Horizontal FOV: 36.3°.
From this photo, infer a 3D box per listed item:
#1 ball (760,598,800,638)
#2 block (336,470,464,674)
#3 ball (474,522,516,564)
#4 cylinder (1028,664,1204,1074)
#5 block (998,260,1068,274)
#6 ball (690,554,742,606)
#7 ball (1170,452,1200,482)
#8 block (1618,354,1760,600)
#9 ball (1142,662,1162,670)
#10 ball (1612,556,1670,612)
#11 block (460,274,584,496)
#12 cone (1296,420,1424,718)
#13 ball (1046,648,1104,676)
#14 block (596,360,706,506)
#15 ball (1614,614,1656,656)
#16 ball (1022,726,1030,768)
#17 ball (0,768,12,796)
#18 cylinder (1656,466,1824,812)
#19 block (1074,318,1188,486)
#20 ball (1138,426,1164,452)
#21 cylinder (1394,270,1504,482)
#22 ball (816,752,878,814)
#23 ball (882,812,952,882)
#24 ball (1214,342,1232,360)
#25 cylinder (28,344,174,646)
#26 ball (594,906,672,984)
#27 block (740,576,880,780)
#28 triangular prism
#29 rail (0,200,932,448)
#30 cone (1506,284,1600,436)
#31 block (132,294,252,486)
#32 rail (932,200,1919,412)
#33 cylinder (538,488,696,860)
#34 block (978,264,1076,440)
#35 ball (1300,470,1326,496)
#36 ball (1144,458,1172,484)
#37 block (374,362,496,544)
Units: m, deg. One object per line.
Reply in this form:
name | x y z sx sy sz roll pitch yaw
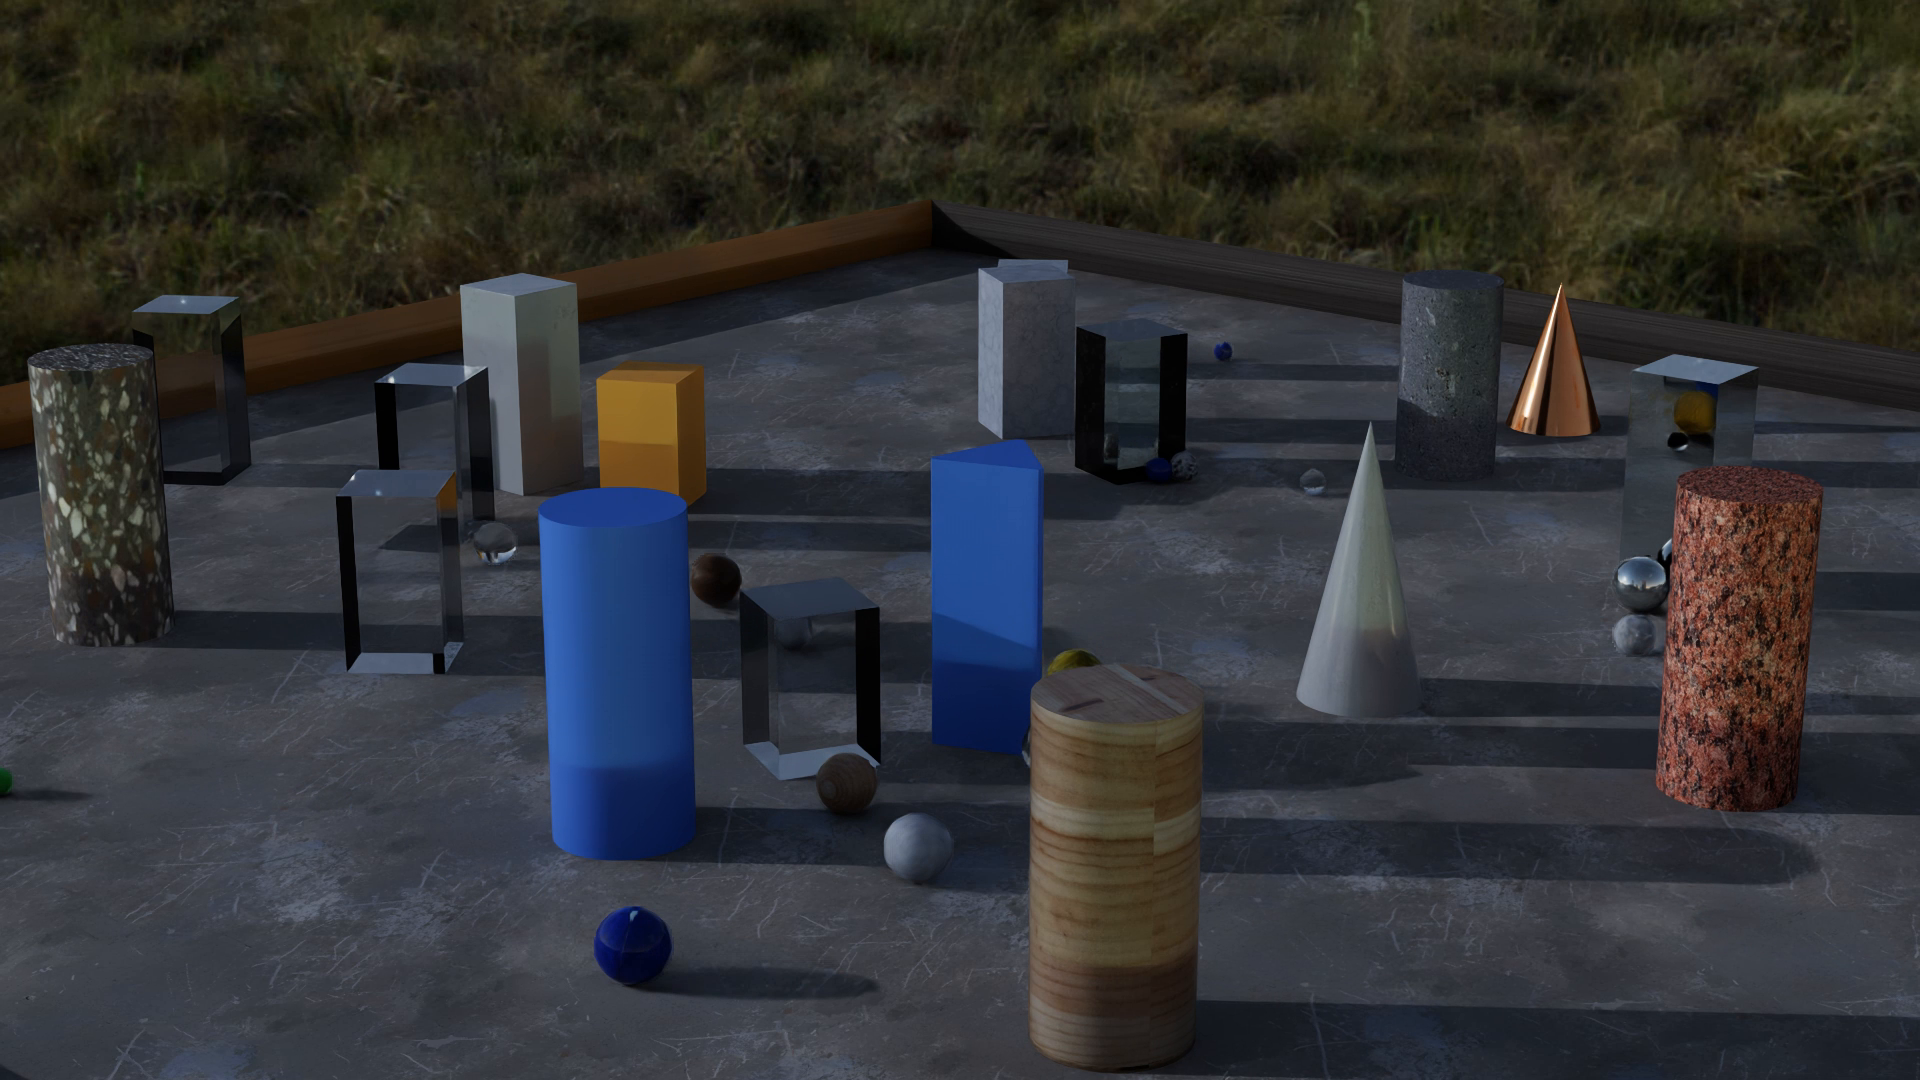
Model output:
ball | -0.301 0.131 4.907 0.065 0.065 0.065 0 17 0
block | -0.909 0.050 4.773 0.160 0.297 0.160 0 17 2
ball | -0.842 0.006 5.303 0.077 0.077 0.077 0 17 0
cylinder | 0.181 0.383 3.435 0.200 0.432 0.200 0 17 0
block | 0.166 -0.510 6.733 0.160 0.240 0.160 1 17 3
ball | -0.423 0.069 5.075 0.089 0.089 0.089 0 17 0
ball | 0.447 -0.147 5.841 0.060 0.060 0.060 0 17 0
block | 1.270 -0.105 5.119 0.160 0.397 0.160 13 21 37
ball | 0.302 0.215 4.670 0.041 0.041 0.041 0 17 0
ball | 1.171 0.076 5.038 0.096 0.096 0.096 0 17 0
block | -0.864 -0.309 5.793 0.160 0.398 0.160 14 22 38
cone | 0.632 0.031 4.573 0.200 0.450 0.200 0 17 0
ball | 0.182 0.217 4.572 0.096 0.096 0.096 0 17 0
block | -0.596 -0.201 5.680 0.160 0.256 0.160 4 17 14
ball | 1.110 0.155 4.822 0.069 0.069 0.069 0 17 0
ball | 0.140 0.303 4.278 0.100 0.100 0.100 0 17 0
ball | -1.389 0.348 4.228 0.042 0.042 0.042 0 17 0
cylinder | 1.114 0.140 4.201 0.200 0.456 0.200 0 17 0
block | 0.342 -0.279 5.879 0.160 0.291 0.160 -9 19 -28
ball | 0.394 -0.208 6.058 0.052 0.052 0.052 0 17 0
cylinder | 0.981 -0.331 5.880 0.200 0.389 0.200 0 17 0
ball | -0.160 0.345 4.161 0.087 0.087 0.087 0 17 0
ball | -0.057 0.412 3.929 0.093 0.093 0.093 0 17 0
ball | 0.615 -0.440 6.842 0.044 0.044 0.044 0 17 0
cylinder | -1.432 -0.076 4.896 0.200 0.470 0.200 0 17 0
ball | -0.405 0.501 3.626 0.096 0.096 0.096 0 17 0
block | -0.222 0.204 4.353 0.160 0.246 0.160 -7 18 -22
triangular prism | 0.065 0.082 4.412 0.173 0.446 0.150 6 18 20
rail | -1.605 -0.369 6.454 0.045 0.130 4.705 14 22 39
cone | 1.270 -0.396 6.233 0.200 0.310 0.200 0 17 0
block | -1.530 -0.299 5.847 0.160 0.348 0.160 2 17 7
rail | 1.527 -0.474 6.803 4.298 0.130 0.045 14 22 39
cylinder | -0.469 0.182 4.030 0.200 0.474 0.200 0 17 0
block | 0.140 -0.400 6.206 0.160 0.334 0.160 -5 18 -17
ball | 0.692 -0.113 5.742 0.052 0.052 0.052 0 17 0
ball | 0.394 -0.138 5.824 0.053 0.053 0.053 0 17 0
block | -0.978 -0.162 5.473 0.160 0.301 0.160 3 17 11
